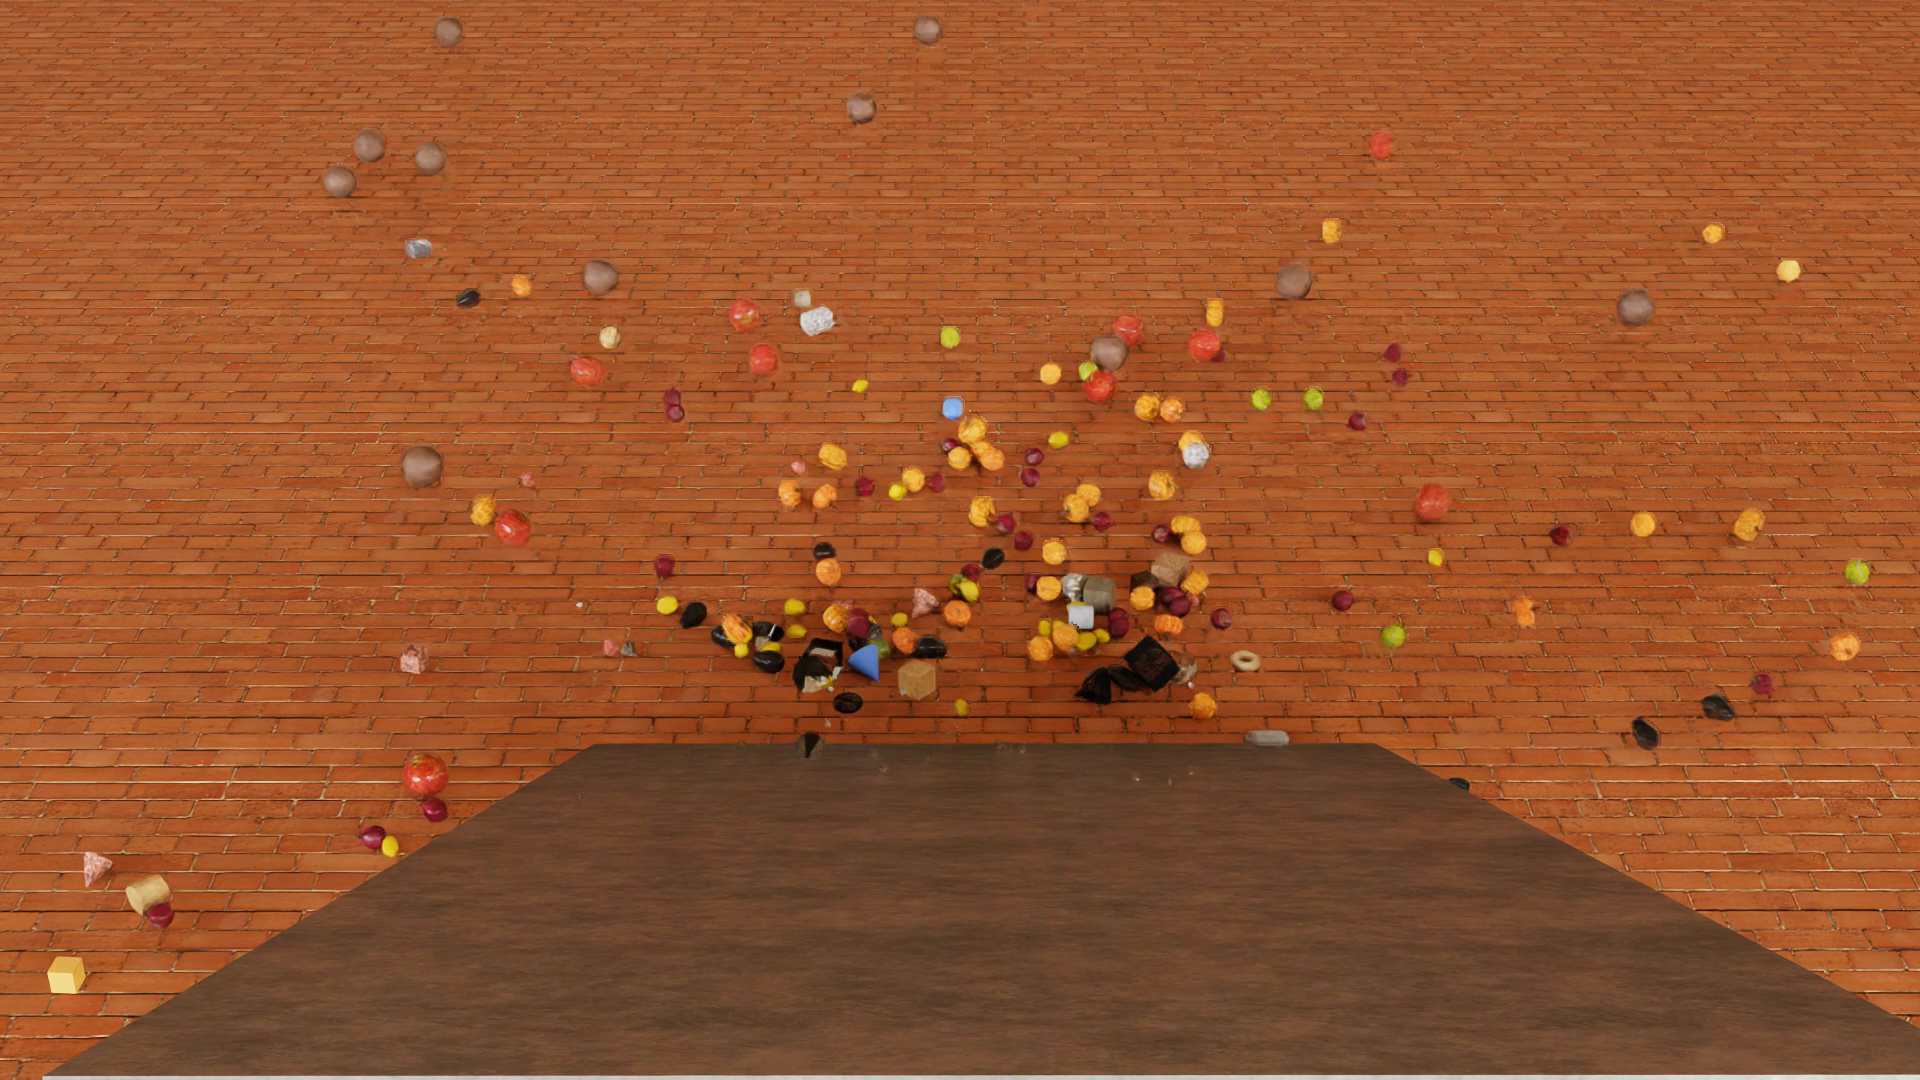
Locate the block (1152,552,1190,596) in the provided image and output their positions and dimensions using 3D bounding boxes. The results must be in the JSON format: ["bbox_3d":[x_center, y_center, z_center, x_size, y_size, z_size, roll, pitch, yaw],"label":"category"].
[{"bbox_3d":[0.608,0.098,7.487,0.085,0.085,0.085,13,31,22],"label":"block"}]

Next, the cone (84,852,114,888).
[{"bbox_3d":[-2.100,0.809,6.256,0.076,0.076,0.076,8,57,14],"label":"cone"}]

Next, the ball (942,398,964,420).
[{"bbox_3d":[-0.023,-0.429,8.452,0.071,0.071,0.071,0,29,0],"label":"ball"}]

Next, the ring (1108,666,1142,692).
[{"bbox_3d":[0.447,0.375,6.990,0.101,0.034,0.101,27,15,-8],"label":"ring"}]

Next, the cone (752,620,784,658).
[{"bbox_3d":[-0.546,0.291,7.183,0.095,0.095,0.095,7,56,13],"label":"cone"}]

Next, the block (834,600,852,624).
[{"bbox_3d":[-0.331,0.204,7.332,0.050,0.050,0.050,0,29,1],"label":"block"}]

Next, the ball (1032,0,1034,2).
[{"bbox_3d":[0.349,-2.635,12.410,0.095,0.095,0.095,0,29,0],"label":"ball"}]

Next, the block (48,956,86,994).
[{"bbox_3d":[-2.039,0.993,5.900,0.058,0.058,0.058,2,29,4],"label":"block"}]

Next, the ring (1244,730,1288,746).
[{"bbox_3d":[0.778,0.503,6.565,0.110,0.037,0.110,1,0,0],"label":"ring"}]

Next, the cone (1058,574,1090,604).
[{"bbox_3d":[0.333,0.165,7.408,0.099,0.099,0.099,-2,56,-3],"label":"cone"}]

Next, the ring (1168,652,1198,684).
[{"bbox_3d":[0.587,0.349,7.078,0.130,0.043,0.130,-1,30,0],"label":"ring"}]

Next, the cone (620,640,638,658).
[{"bbox_3d":[-0.908,0.311,7.167,0.050,0.050,0.050,41,42,13],"label":"cone"}]

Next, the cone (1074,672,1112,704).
[{"bbox_3d":[0.346,0.410,6.969,0.092,0.092,0.092,-17,20,28],"label":"cone"}]

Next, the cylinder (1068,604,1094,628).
[{"bbox_3d":[0.340,0.216,7.289,0.070,0.070,0.070,0,29,0],"label":"cylinder"}]

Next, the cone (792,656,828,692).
[{"bbox_3d":[-0.416,0.365,7.021,0.098,0.098,0.098,-8,-1,-15],"label":"cone"}]

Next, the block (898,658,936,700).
[{"bbox_3d":[-0.117,0.378,6.996,0.072,0.072,0.072,21,35,33],"label":"block"}]

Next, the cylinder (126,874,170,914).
[{"bbox_3d":[-1.932,0.843,6.156,0.072,0.072,0.072,-25,38,-37],"label":"cylinder"}]

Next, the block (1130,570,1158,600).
[{"bbox_3d":[0.531,0.130,7.457,0.057,0.057,0.057,-16,33,-26],"label":"block"}]

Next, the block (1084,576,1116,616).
[{"bbox_3d":[0.398,0.160,7.382,0.078,0.078,0.078,8,30,14],"label":"block"}]

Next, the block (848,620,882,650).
[{"bbox_3d":[-0.263,0.272,7.194,0.065,0.065,0.065,25,38,38],"label":"block"}]

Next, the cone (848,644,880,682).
[{"bbox_3d":[-0.243,0.354,7.068,0.096,0.096,0.096,-18,60,-29],"label":"cone"}]

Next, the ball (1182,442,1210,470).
[{"bbox_3d":[0.744,-0.264,8.142,0.083,0.083,0.083,0,29,0],"label":"ball"}]

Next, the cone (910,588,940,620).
[{"bbox_3d":[-0.118,0.198,7.353,0.087,0.087,0.087,20,62,32],"label":"cone"}]

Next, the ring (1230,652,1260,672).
[{"bbox_3d":[0.787,0.334,7.120,0.084,0.028,0.084,1,30,-1],"label":"ring"}]

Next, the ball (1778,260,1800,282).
[{"bbox_3d":[3.027,-0.984,9.445,0.081,0.081,0.081,0,29,0],"label":"ball"}]

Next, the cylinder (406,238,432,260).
[{"bbox_3d":[-2.015,-1.085,9.631,0.067,0.067,0.067,-19,34,-33],"label":"cylinder"}]

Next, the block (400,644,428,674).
[{"bbox_3d":[-1.499,0.328,7.103,0.054,0.054,0.054,8,30,14],"label":"block"}]

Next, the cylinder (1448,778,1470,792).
[{"bbox_3d":[1.254,0.642,6.531,0.060,0.060,0.060,0,29,0],"label":"cylinder"}]

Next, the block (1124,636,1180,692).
[{"bbox_3d":[0.520,0.335,7.006,0.092,0.092,0.092,-42,41,-5],"label":"block"}]

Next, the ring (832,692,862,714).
[{"bbox_3d":[-0.301,0.436,6.936,0.081,0.027,0.081,-1,30,0],"label":"ring"}]

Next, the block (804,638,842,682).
[{"bbox_3d":[-0.375,0.328,7.075,0.082,0.082,0.082,9,30,15],"label":"block"}]

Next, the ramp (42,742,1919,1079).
[{"bbox_3d":[0.065,0.583,4.630,2.000,0.100,4.000,0,0,0],"label":"ramp"}]

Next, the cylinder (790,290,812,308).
[{"bbox_3d":[-0.568,-0.861,9.241,0.059,0.059,0.059,-8,30,-14],"label":"cylinder"}]

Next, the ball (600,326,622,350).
[{"bbox_3d":[-1.207,-0.698,8.929,0.079,0.079,0.079,0,29,0],"label":"ball"}]
